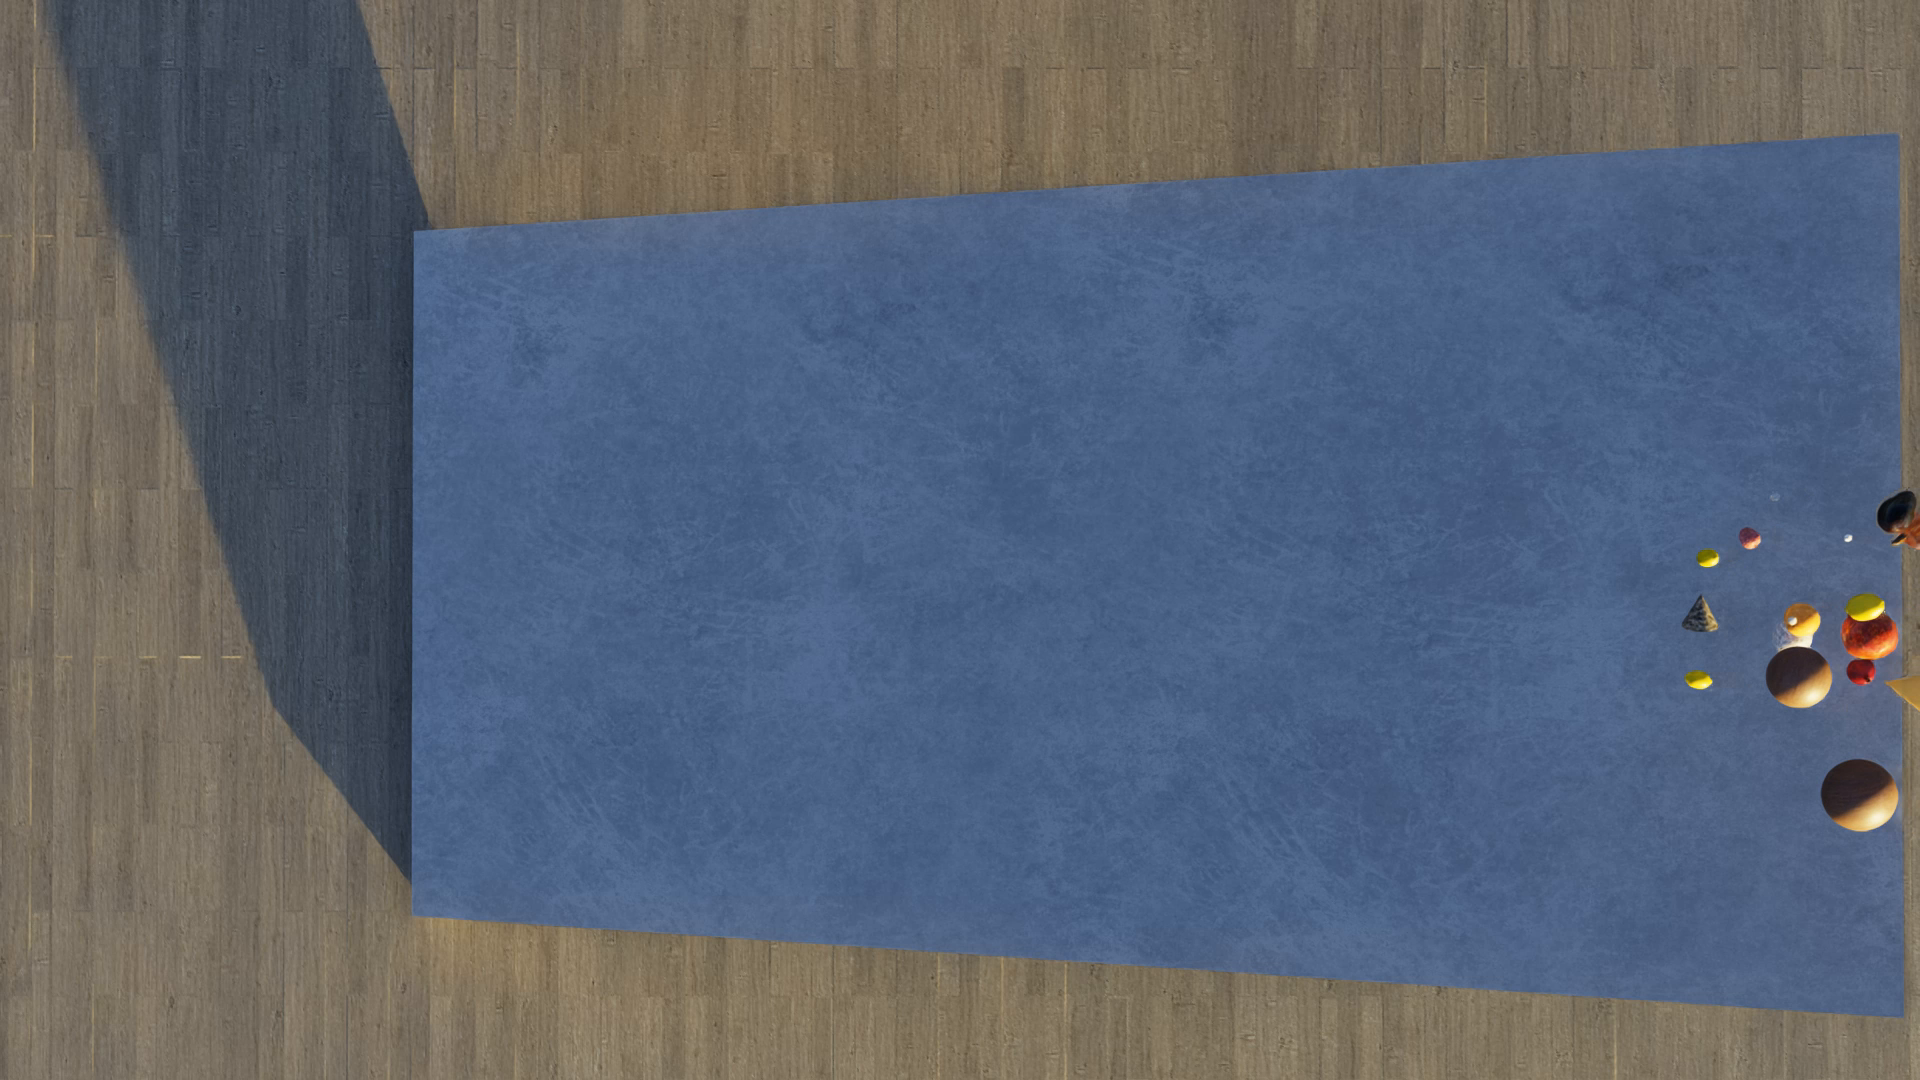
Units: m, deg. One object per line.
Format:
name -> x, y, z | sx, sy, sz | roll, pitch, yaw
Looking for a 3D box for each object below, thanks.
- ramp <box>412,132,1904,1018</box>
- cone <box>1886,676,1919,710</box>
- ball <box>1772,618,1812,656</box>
ramp -> 0.282, 0.087, 5.742 | 4.000, 0.100, 2.000 | 0, 89, 21
cone -> 1.650, 0.257, 3.839 | 0.072, 0.072, 0.072 | 15, 89, 33
ball -> 1.809, 0.212, 4.779 | 0.082, 0.082, 0.082 | 0, 89, 0
